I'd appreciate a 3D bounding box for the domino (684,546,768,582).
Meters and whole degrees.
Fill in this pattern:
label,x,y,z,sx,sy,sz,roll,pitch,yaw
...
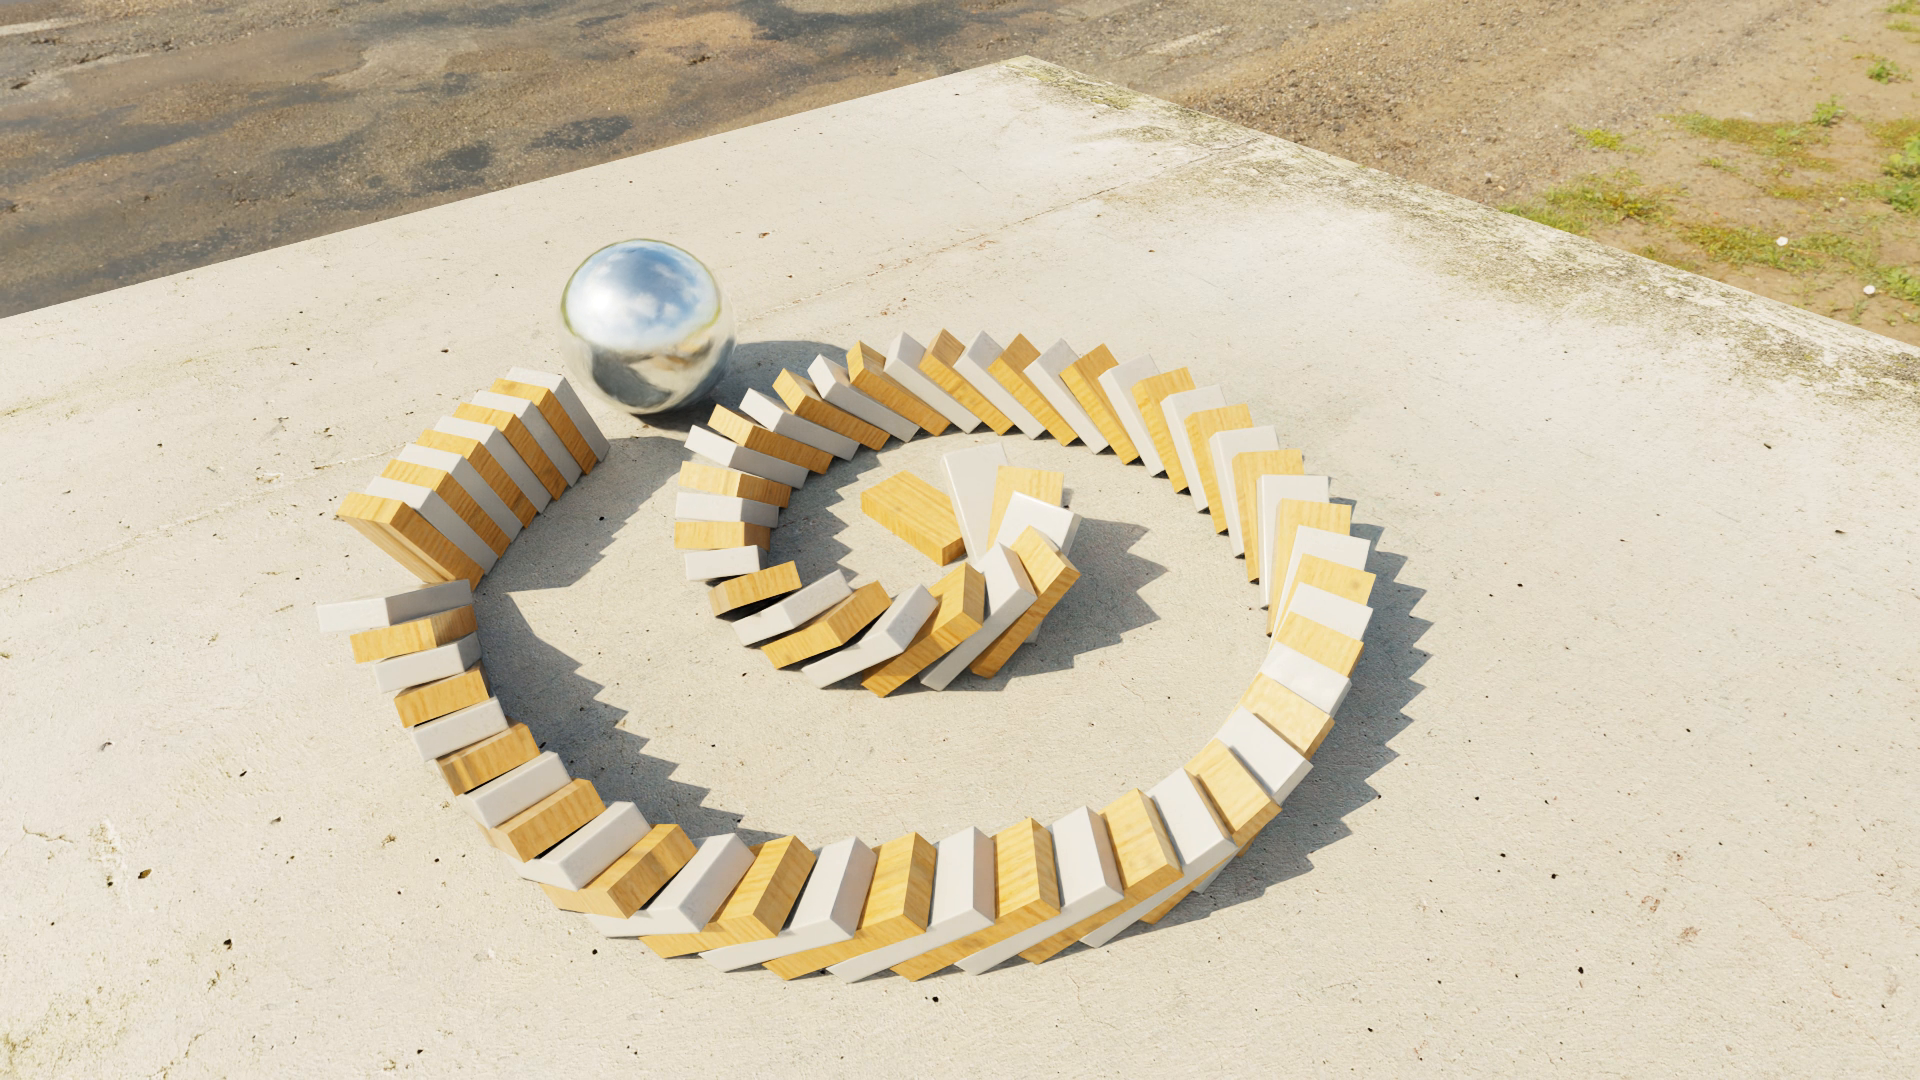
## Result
label,x,y,z,sx,sy,sz,roll,pitch,yaw
domino,-0.085,0.009,0.407,0.025,0.010,0.050,-7,-2,-7

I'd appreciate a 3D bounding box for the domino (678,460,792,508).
label,x,y,z,sx,sy,sz,roll,pitch,yaw
domino,-0.090,-0.022,0.446,0.025,0.010,0.050,12,0,14

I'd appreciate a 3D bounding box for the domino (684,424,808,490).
label,x,y,z,sx,sy,sz,roll,pitch,yaw
domino,-0.088,-0.034,0.460,0.025,0.010,0.050,24,3,28

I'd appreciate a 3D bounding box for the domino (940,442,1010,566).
label,x,y,z,sx,sy,sz,roll,pitch,yaw
domino,0.011,-0.013,0.439,0.025,0.009,0.050,-13,74,-15

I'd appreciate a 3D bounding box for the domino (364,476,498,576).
label,x,y,z,sx,sy,sz,roll,pitch,yaw
domino,-0.200,-0.005,0.417,0.025,0.050,0.009,12,62,14

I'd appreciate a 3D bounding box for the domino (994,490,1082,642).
label,x,y,z,sx,sy,sz,roll,pitch,yaw
domino,0.024,0.010,0.404,0.025,0.050,0.009,22,5,25

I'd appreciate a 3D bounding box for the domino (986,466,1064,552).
label,x,y,z,sx,sy,sz,roll,pitch,yaw
domino,0.024,-0.002,0.419,0.025,0.050,0.010,7,-4,8

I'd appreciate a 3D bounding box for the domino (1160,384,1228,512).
label,x,y,z,sx,sy,sz,roll,pitch,yaw
domino,0.106,-0.039,0.468,0.025,0.009,0.050,-14,80,-17

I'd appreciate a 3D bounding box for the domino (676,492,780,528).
label,x,y,z,sx,sy,sz,roll,pitch,yaw
domino,-0.091,-0.011,0.433,0.025,0.009,0.050,5,-1,6

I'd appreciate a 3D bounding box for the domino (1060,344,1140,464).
label,x,y,z,sx,sy,sz,roll,pitch,yaw
domino,0.069,-0.061,0.495,0.025,0.009,0.050,-37,92,-36

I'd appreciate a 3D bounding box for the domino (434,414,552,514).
label,x,y,z,sx,sy,sz,roll,pitch,yaw
domino,-0.190,-0.030,0.448,0.025,0.050,0.010,12,62,15

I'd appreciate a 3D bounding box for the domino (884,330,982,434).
label,x,y,z,sx,sy,sz,roll,pitch,yaw
domino,-0.011,-0.073,0.509,0.050,0.010,0.025,35,34,-21

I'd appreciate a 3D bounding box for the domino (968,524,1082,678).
label,x,y,z,sx,sy,sz,roll,pitch,yaw
domino,0.018,0.022,0.390,0.010,0.050,0.025,27,18,-45

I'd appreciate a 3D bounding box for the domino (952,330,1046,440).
label,x,y,z,sx,sy,sz,roll,pitch,yaw
domino,0.022,-0.072,0.508,0.050,0.010,0.025,41,41,-12

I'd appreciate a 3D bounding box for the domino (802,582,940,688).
label,x,y,z,sx,sy,sz,roll,pitch,yaw
domino,-0.031,0.033,0.377,0.050,0.009,0.025,-28,18,45

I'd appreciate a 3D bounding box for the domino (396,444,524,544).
label,x,y,z,sx,sy,sz,roll,pitch,yaw
domino,-0.196,-0.018,0.433,0.025,0.050,0.010,12,62,15

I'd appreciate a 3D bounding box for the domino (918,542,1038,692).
label,x,y,z,sx,sy,sz,roll,pitch,yaw
domino,0.003,0.027,0.384,0.009,0.050,0.025,31,23,-35

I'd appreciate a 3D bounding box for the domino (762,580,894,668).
label,x,y,z,sx,sy,sz,roll,pitch,yaw
domino,-0.047,0.030,0.382,0.025,0.010,0.050,-39,9,-37

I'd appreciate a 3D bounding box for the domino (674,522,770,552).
label,x,y,z,sx,sy,sz,roll,pitch,yaw
domino,-0.090,-0.001,0.420,0.025,0.010,0.050,0,-2,1

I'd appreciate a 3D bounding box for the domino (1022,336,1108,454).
label,x,y,z,sx,sy,sz,roll,pitch,yaw
domino,0.054,-0.066,0.501,0.050,0.010,0.025,48,49,-5

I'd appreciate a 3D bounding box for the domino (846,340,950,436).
label,x,y,z,sx,sy,sz,roll,pitch,yaw
domino,-0.028,-0.069,0.504,0.050,0.010,0.025,29,28,-30

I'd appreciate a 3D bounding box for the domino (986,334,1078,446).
label,x,y,z,sx,sy,sz,roll,pitch,yaw
domino,0.038,-0.069,0.505,0.050,0.009,0.025,44,44,-9

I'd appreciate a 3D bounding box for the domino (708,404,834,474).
label,x,y,z,sx,sy,sz,roll,pitch,yaw
domino,-0.080,-0.043,0.470,0.025,0.010,0.050,30,7,35

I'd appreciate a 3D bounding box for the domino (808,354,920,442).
label,x,y,z,sx,sy,sz,roll,pitch,yaw
domino,-0.043,-0.064,0.497,0.050,0.010,0.025,25,22,-39

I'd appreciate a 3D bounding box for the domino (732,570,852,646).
label,x,y,z,sx,sy,sz,roll,pitch,yaw
domino,-0.060,0.024,0.388,0.025,0.009,0.050,-31,5,-32

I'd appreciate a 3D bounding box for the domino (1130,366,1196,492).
label,x,y,z,sx,sy,sz,roll,pitch,yaw
domino,0.096,-0.048,0.479,0.025,0.009,0.050,-19,82,-23

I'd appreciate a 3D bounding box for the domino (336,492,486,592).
label,x,y,z,sx,sy,sz,roll,pitch,yaw
domino,-0.203,0.001,0.408,0.025,0.050,0.009,9,62,19

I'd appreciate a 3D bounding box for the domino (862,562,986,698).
label,x,y,z,sx,sy,sz,roll,pitch,yaw
domino,-0.013,0.031,0.379,0.009,0.050,0.025,38,32,-25

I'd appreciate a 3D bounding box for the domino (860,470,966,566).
label,x,y,z,sx,sy,sz,roll,pitch,yaw
domino,-0.015,-0.010,0.455,0.025,0.009,0.050,-31,49,-32

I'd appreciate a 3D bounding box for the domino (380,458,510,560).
label,x,y,z,sx,sy,sz,roll,pitch,yaw
domino,-0.198,-0.011,0.425,0.025,0.050,0.009,12,62,14

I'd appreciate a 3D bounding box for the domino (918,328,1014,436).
label,x,y,z,sx,sy,sz,roll,pitch,yaw
domino,0.006,-0.073,0.510,0.050,0.009,0.025,38,38,-16

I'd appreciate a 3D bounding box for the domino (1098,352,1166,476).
label,x,y,z,sx,sy,sz,roll,pitch,yaw
domino,0.084,-0.056,0.488,0.025,0.009,0.050,-26,85,-29

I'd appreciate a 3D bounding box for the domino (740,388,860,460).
label,x,y,z,sx,sy,sz,roll,pitch,yaw
domino,-0.069,-0.050,0.480,0.025,0.010,0.050,35,9,35

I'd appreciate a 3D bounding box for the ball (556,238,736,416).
label,x,y,z,sx,sy,sz,roll,pitch,yaw
ball,-0.144,-0.098,0.507,0.080,0.080,0.080,0,39,0

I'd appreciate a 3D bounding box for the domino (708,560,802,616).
label,x,y,z,sx,sy,sz,roll,pitch,yaw
domino,-0.075,0.018,0.396,0.025,0.009,0.050,-17,-1,-20

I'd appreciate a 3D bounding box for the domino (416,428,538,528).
label,x,y,z,sx,sy,sz,roll,pitch,yaw
domino,-0.193,-0.024,0.440,0.025,0.050,0.009,12,62,15

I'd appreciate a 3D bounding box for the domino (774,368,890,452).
label,x,y,z,sx,sy,sz,roll,pitch,yaw
domino,-0.057,-0.058,0.490,0.050,0.009,0.025,22,20,-44
